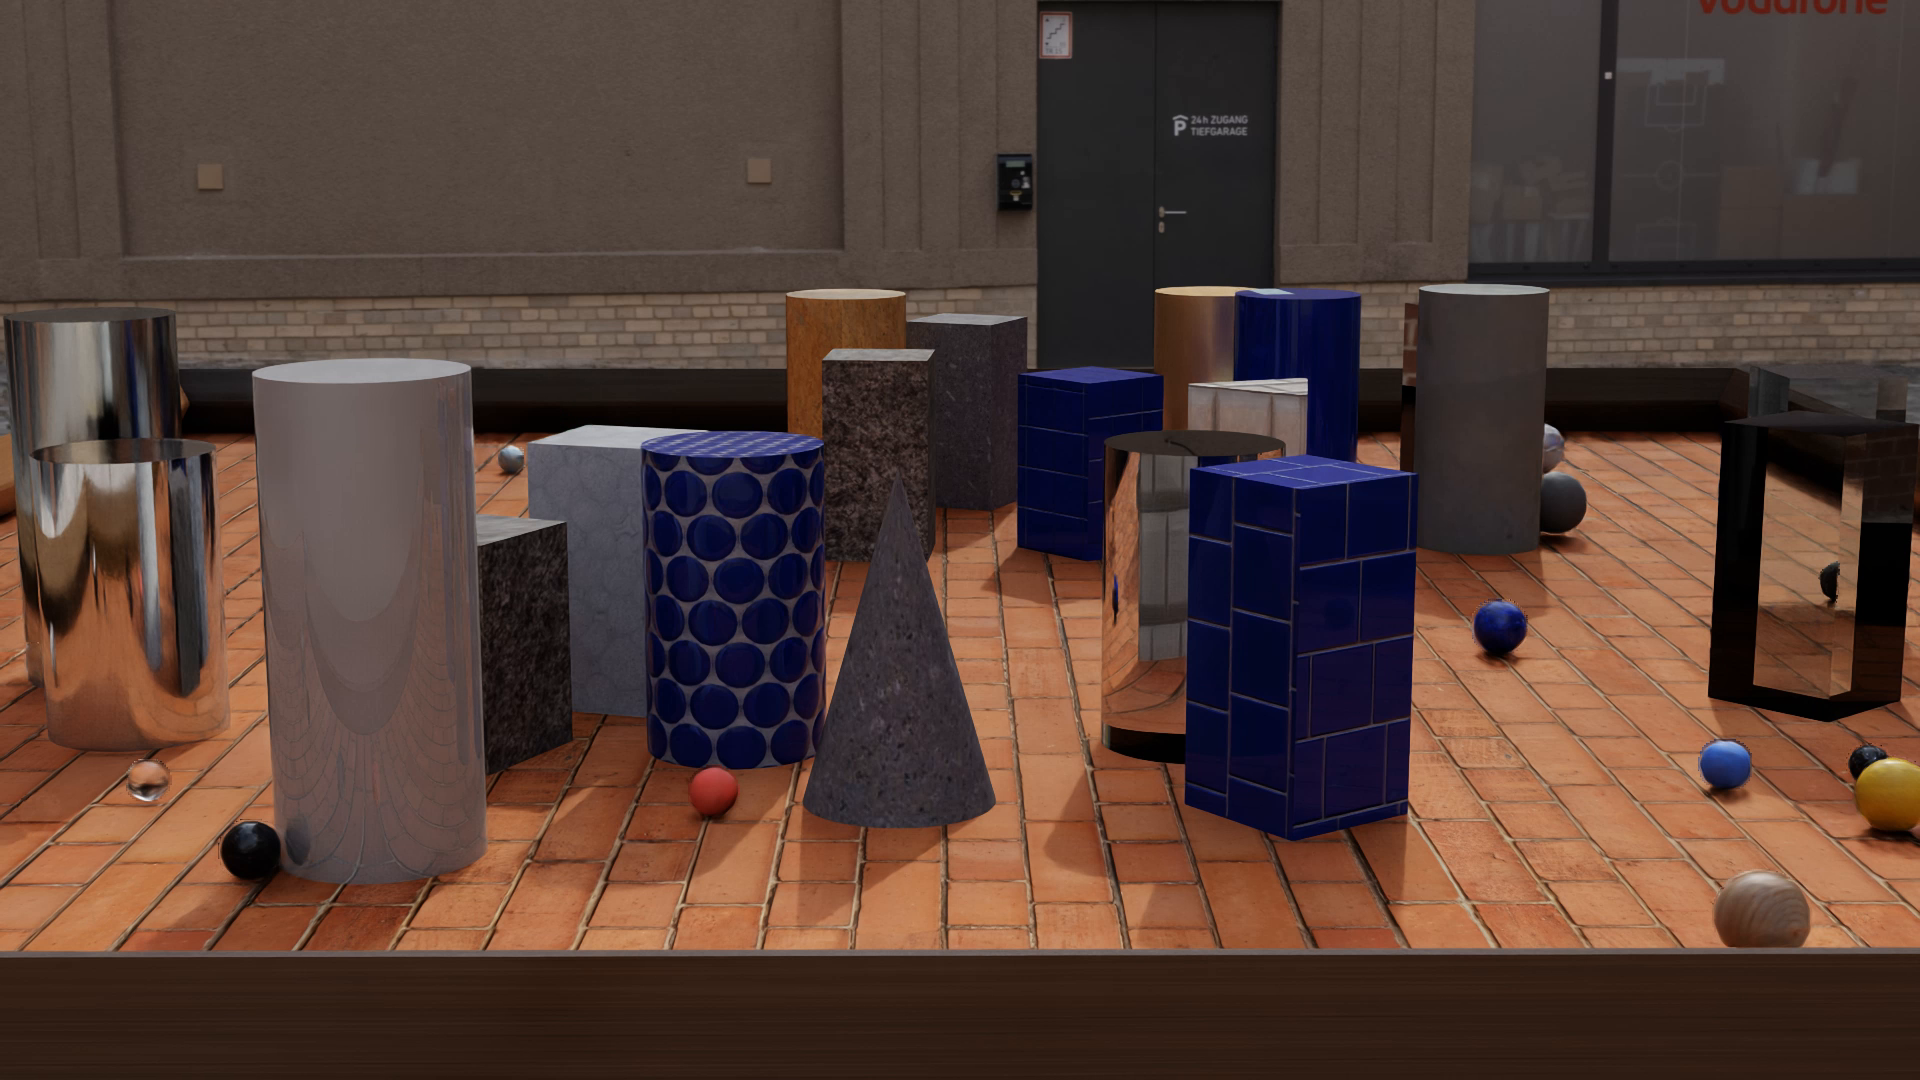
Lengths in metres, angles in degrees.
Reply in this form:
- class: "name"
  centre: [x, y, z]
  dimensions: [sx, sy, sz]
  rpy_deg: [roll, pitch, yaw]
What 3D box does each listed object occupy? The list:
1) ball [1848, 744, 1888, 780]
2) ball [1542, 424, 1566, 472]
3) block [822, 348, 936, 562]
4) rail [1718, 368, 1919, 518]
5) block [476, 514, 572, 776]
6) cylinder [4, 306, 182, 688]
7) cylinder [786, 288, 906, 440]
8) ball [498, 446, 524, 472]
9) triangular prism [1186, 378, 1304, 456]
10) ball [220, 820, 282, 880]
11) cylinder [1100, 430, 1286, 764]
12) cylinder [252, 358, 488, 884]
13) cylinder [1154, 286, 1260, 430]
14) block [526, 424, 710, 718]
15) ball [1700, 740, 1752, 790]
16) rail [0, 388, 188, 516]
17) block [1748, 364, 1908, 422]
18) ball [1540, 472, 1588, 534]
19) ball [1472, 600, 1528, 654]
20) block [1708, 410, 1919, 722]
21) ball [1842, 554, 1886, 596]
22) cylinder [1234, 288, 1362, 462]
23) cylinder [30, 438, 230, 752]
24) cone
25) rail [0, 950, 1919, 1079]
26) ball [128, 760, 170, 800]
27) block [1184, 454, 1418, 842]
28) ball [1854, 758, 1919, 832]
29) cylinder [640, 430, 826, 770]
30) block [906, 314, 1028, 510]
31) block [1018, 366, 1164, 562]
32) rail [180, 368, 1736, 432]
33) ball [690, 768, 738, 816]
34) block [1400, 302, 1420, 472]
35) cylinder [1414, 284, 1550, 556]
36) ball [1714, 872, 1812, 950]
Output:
- class: "ball"
  centre: [0.930, 0.230, 2.624]
  dimensions: [0.041, 0.041, 0.041]
  rpy_deg: [0, 11, 0]
- class: "ball"
  centre: [1.044, -0.166, 4.619]
  dimensions: [0.090, 0.090, 0.090]
  rpy_deg: [0, 11, 0]
- class: "block"
  centre: [-0.120, -0.129, 3.849]
  dimensions: [0.155, 0.299, 0.155]
  rpy_deg: [1, 11, 4]
- class: "rail"
  centre: [1.537, 0.031, 3.458]
  dimensions: [0.045, 0.126, 3.415]
  rpy_deg: [0, 11, 0]
- class: "block"
  centre: [-0.525, 0.106, 2.738]
  dimensions: [0.155, 0.242, 0.155]
  rpy_deg: [5, 12, 25]
- class: "cylinder"
  centre: [-1.027, -0.053, 3.070]
  dimensions: [0.194, 0.434, 0.194]
  rpy_deg: [0, 11, 0]
- class: "cylinder"
  centre: [-0.184, -0.219, 4.162]
  dimensions: [0.194, 0.361, 0.194]
  rpy_deg: [0, 11, 0]
- class: "ball"
  centre: [-0.809, -0.145, 4.625]
  dimensions: [0.048, 0.048, 0.048]
  rpy_deg: [0, 11, 0]
- class: "triangular prism"
  centre: [0.397, -0.035, 3.258]
  dimensions: [0.168, 0.330, 0.145]
  rpy_deg: [8, 13, 37]
- class: "ball"
  centre: [-0.641, 0.280, 2.319]
  dimensions: [0.053, 0.053, 0.053]
  rpy_deg: [0, 11, 0]
- class: "cylinder"
  centre: [0.250, 0.057, 2.767]
  dimensions: [0.194, 0.328, 0.194]
  rpy_deg: [0, 11, 0]
- class: "cylinder"
  centre: [-0.540, 0.069, 2.360]
  dimensions: [0.194, 0.453, 0.194]
  rpy_deg: [0, 11, 0]
- class: "cylinder"
  centre: [0.427, -0.251, 4.375]
  dimensions: [0.194, 0.347, 0.194]
  rpy_deg: [0, 11, 0]
- class: "block"
  centre: [-0.389, 0.033, 2.958]
  dimensions: [0.155, 0.307, 0.155]
  rpy_deg: [3, 11, 18]
- class: "ball"
  centre: [0.778, 0.229, 2.608]
  dimensions: [0.050, 0.050, 0.050]
  rpy_deg: [0, 11, 0]
- class: "rail"
  centre: [-1.537, 0.034, 3.440]
  dimensions: [0.045, 0.126, 3.415]
  rpy_deg: [0, 11, 0]
- class: "block"
  centre: [1.148, -0.064, 3.425]
  dimensions: [0.155, 0.325, 0.155]
  rpy_deg: [0, 11, -2]
- class: "ball"
  centre: [0.926, -0.058, 3.990]
  dimensions: [0.097, 0.097, 0.097]
  rpy_deg: [0, 11, 0]
- class: "ball"
  centre: [0.675, 0.109, 3.206]
  dimensions: [0.066, 0.066, 0.066]
  rpy_deg: [0, 11, 0]
- class: "block"
  centre: [0.980, 0.026, 2.950]
  dimensions: [0.155, 0.323, 0.155]
  rpy_deg: [-9, 14, -40]
- class: "ball"
  centre: [1.252, 0.049, 3.551]
  dimensions: [0.057, 0.057, 0.057]
  rpy_deg: [0, 11, 0]
- class: "cylinder"
  centre: [0.521, -0.194, 3.985]
  dimensions: [0.194, 0.377, 0.194]
  rpy_deg: [0, 11, 0]
- class: "cylinder"
  centre: [-0.909, 0.056, 2.817]
  dimensions: [0.194, 0.312, 0.194]
  rpy_deg: [0, 11, 0]
- class: "cone"
  centre: [-0.061, 0.094, 2.540]
  dimensions: [0.194, 0.338, 0.194]
  rpy_deg: [0, 11, 0]
- class: "rail"
  centre: [0.010, 0.340, 1.793]
  dimensions: [3.122, 0.126, 0.045]
  rpy_deg: [0, 11, 0]
- class: "ball"
  centre: [-0.812, 0.241, 2.566]
  dimensions: [0.040, 0.040, 0.040]
  rpy_deg: [0, 11, 0]
- class: "block"
  centre: [0.332, 0.100, 2.510]
  dimensions: [0.155, 0.338, 0.155]
  rpy_deg: [-8, 13, -36]
- class: "ball"
  centre: [0.895, 0.245, 2.461]
  dimensions: [0.071, 0.071, 0.071]
  rpy_deg: [0, 11, 0]
- class: "cylinder"
  centre: [-0.241, 0.060, 2.746]
  dimensions: [0.194, 0.330, 0.194]
  rpy_deg: [0, 11, 0]
- class: "block"
  centre: [0.011, -0.217, 4.302]
  dimensions: [0.155, 0.307, 0.155]
  rpy_deg: [5, 11, 24]
- class: "block"
  centre: [0.197, -0.118, 3.884]
  dimensions: [0.155, 0.265, 0.155]
  rpy_deg: [-9, 14, -40]
- class: "rail"
  centre: [-0.010, -0.275, 5.105]
  dimensions: [3.122, 0.126, 0.045]
  rpy_deg: [0, 11, 0]
- class: "ball"
  centre: [-0.242, 0.247, 2.516]
  dimensions: [0.047, 0.047, 0.047]
  rpy_deg: [0, 11, 0]
- class: "block"
  centre: [0.843, -0.224, 4.269]
  dimensions: [0.155, 0.333, 0.155]
  rpy_deg: [-4, 11, -22]
- class: "cylinder"
  centre: [0.792, -0.187, 3.911]
  dimensions: [0.194, 0.390, 0.194]
  rpy_deg: [0, 11, 0]
- class: "ball"
  centre: [0.657, 0.309, 2.100]
  dimensions: [0.076, 0.076, 0.076]
  rpy_deg: [0, 11, 0]
